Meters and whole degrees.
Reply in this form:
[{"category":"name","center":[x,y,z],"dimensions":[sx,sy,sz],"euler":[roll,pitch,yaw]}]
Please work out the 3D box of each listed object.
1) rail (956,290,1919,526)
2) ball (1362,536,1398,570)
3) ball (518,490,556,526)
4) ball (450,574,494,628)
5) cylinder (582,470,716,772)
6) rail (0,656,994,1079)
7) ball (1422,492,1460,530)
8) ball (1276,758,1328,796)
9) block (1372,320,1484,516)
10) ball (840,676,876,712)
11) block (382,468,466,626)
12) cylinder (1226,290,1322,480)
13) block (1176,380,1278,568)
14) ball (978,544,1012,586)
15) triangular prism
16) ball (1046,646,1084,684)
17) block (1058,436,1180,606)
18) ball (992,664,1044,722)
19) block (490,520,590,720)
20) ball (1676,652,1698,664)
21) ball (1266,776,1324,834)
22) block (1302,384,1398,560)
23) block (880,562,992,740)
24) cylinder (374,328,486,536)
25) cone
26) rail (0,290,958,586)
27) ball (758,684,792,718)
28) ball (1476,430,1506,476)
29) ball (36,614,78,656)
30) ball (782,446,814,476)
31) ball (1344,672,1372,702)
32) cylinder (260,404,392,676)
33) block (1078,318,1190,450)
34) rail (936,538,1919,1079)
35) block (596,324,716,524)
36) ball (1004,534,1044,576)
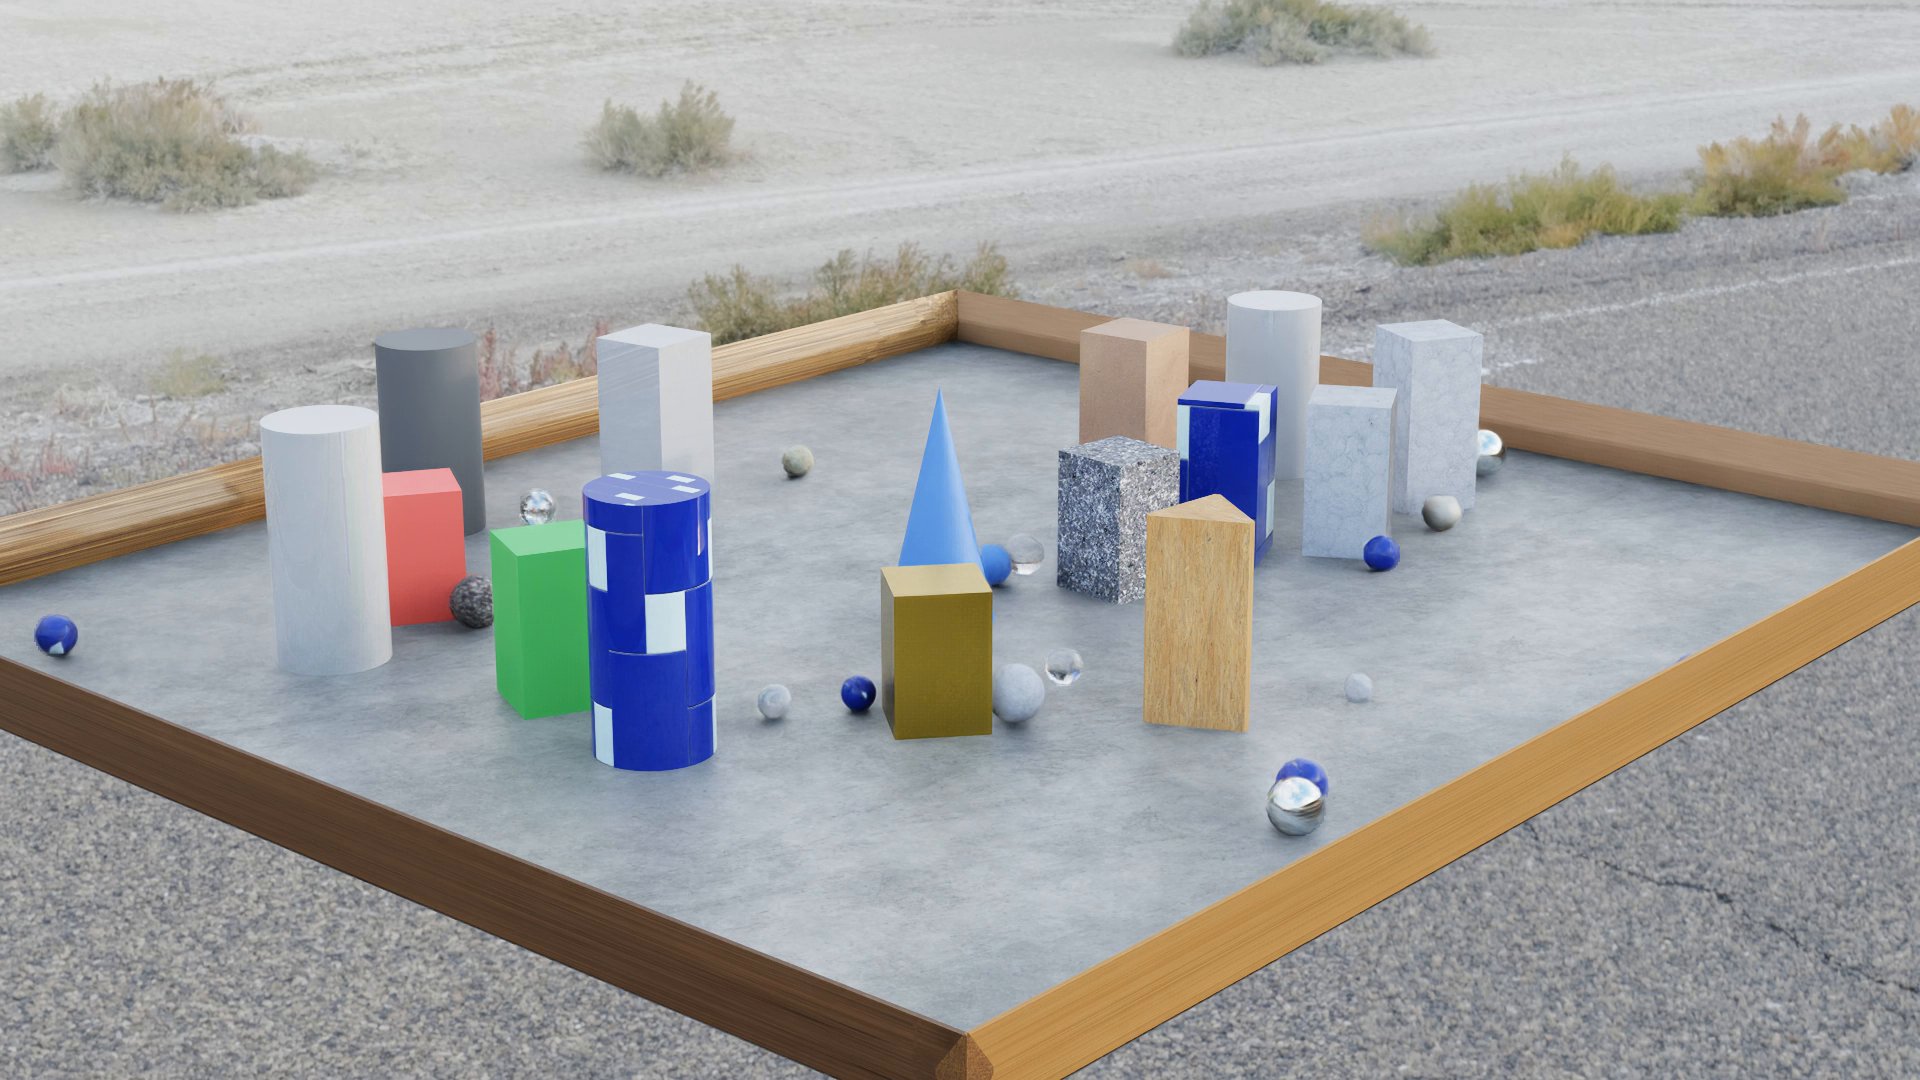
[{"category":"rail","center":[0.956,-0.288,6.175],"dimensions":[2.594,0.121,0.045],"euler":[14,22,39]},{"category":"ball","center":[0.752,0.024,5.247],"dimensions":[0.063,0.063,0.063],"euler":[0,17,0]},{"category":"ball","center":[-0.794,-0.059,5.510],"dimensions":[0.069,0.069,0.069],"euler":[0,17,0]},{"category":"ball","center":[-0.813,0.104,4.933],"dimensions":[0.091,0.091,0.091],"euler":[0,17,0]},{"category":"cylinder","center":[-0.458,0.118,4.340],"dimensions":[0.187,0.407,0.187],"euler":[0,17,0]},{"category":"rail","center":[-0.956,0.349,4.067],"dimensions":[2.594,0.121,0.045],"euler":[14,22,39]},{"category":"ball","center":[0.901,-0.053,5.485],"dimensions":[0.072,0.072,0.072],"euler":[0,17,0]},{"category":"ball","center":[0.485,0.346,4.161],"dimensions":[0.074,0.074,0.074],"euler":[0,17,0]},{"category":"block","center":[0.893,-0.237,5.633],"dimensions":[0.149,0.339,0.149],"euler":[-6,18,-20]},{"category":"ball","center":[-0.157,0.238,4.552],"dimensions":[0.055,0.055,0.055],"euler":[0,17,0]},{"category":"block","center":[-0.930,0.012,5.003],"dimensions":[0.149,0.227,0.149],"euler":[-5,18,-17]},{"category":"cylinder","center":[0.624,-0.310,5.861],"dimensions":[0.187,0.346,0.187],"euler":[0,17,0]},{"category":"block","center":[0.482,-0.121,5.313],"dimensions":[0.149,0.302,0.149],"euler":[5,18,17]},{"category":"ball","center":[0.055,0.044,5.164],"dimensions":[0.073,0.073,0.073],"euler":[0,17,0]},{"category":"triangular prism","center":[0.378,0.107,4.507],"dimensions":[0.162,0.332,0.140],"euler":[5,17,15]},{"category":"ball","center":[0.166,0.200,4.667],"dimensions":[0.061,0.061,0.061],"euler":[0,17,0]},{"category":"block","center":[0.277,-0.037,5.127],"dimensions":[0.149,0.248,0.149],"euler":[-15,23,-41]},{"category":"ball","center":[0.085,0.236,4.500],"dimensions":[0.090,0.090,0.090],"euler":[0,17,0]},{"category":"block","center":[-0.634,0.122,4.574],"dimensions":[0.149,0.264,0.149],"euler":[-8,18,-24]},{"category":"ball","center":[1.158,0.212,4.618],"dimensions":[0.067,0.067,0.067],"euler":[0,17,0]},{"category":"ball","center":[0.466,0.368,4.076],"dimensions":[0.081,0.081,0.081],"euler":[0,17,0]},{"category":"block","center":[0.712,-0.125,5.354],"dimensions":[0.149,0.285,0.149],"euler":[4,17,12]},{"category":"block","center":[-0.037,0.169,4.483],"dimensions":[0.149,0.228,0.149],"euler":[-3,17,-9]},{"category":"cylinder","center":[-0.986,-0.198,5.466],"dimensions":[0.187,0.361,0.187],"euler":[0,17,0]},{"category":"cone","center":[-0.033,-0.062,4.934],"dimensions":[0.187,0.407,0.187],"euler":[0,17,0]},{"category":"rail","center":[-0.961,-0.211,5.920],"dimensions":[0.045,0.121,2.965],"euler":[14,22,39]},{"category":"ball","center":[-0.285,0.249,4.519],"dimensions":[0.054,0.054,0.054],"euler":[0,17,0]},{"category":"ball","center":[1.042,-0.174,5.847],"dimensions":[0.093,0.093,0.093],"euler":[0,17,0]},{"category":"ball","center":[-1.480,0.155,4.806],"dimensions":[0.067,0.067,0.067],"euler":[0,17,0]},{"category":"ball","center":[-0.324,-0.158,5.849],"dimensions":[0.062,0.062,0.062],"euler":[0,17,0]},{"category":"ball","center":[0.624,0.231,4.594],"dimensions":[0.045,0.045,0.045],"euler":[0,17,0]},{"category":"cylinder","center":[-1.024,-0.001,4.744],"dimensions":[0.187,0.401,0.187],"euler":[0,17,0]},{"category":"block","center":[0.332,-0.235,5.614],"dimensions":[0.149,0.346,0.149],"euler":[12,21,35]},{"category":"rail","center":[0.961,0.272,4.322],"dimensions":[0.045,0.121,2.965],"euler":[14,22,39]},{"category":"block","center":[-0.565,-0.201,5.464],"dimensions":[0.149,0.368,0.149],"euler":[11,20,33]},{"category":"ball","center":[0.113,0.026,5.222],"dimensions":[0.074,0.074,0.074],"euler":[0,17,0]}]
